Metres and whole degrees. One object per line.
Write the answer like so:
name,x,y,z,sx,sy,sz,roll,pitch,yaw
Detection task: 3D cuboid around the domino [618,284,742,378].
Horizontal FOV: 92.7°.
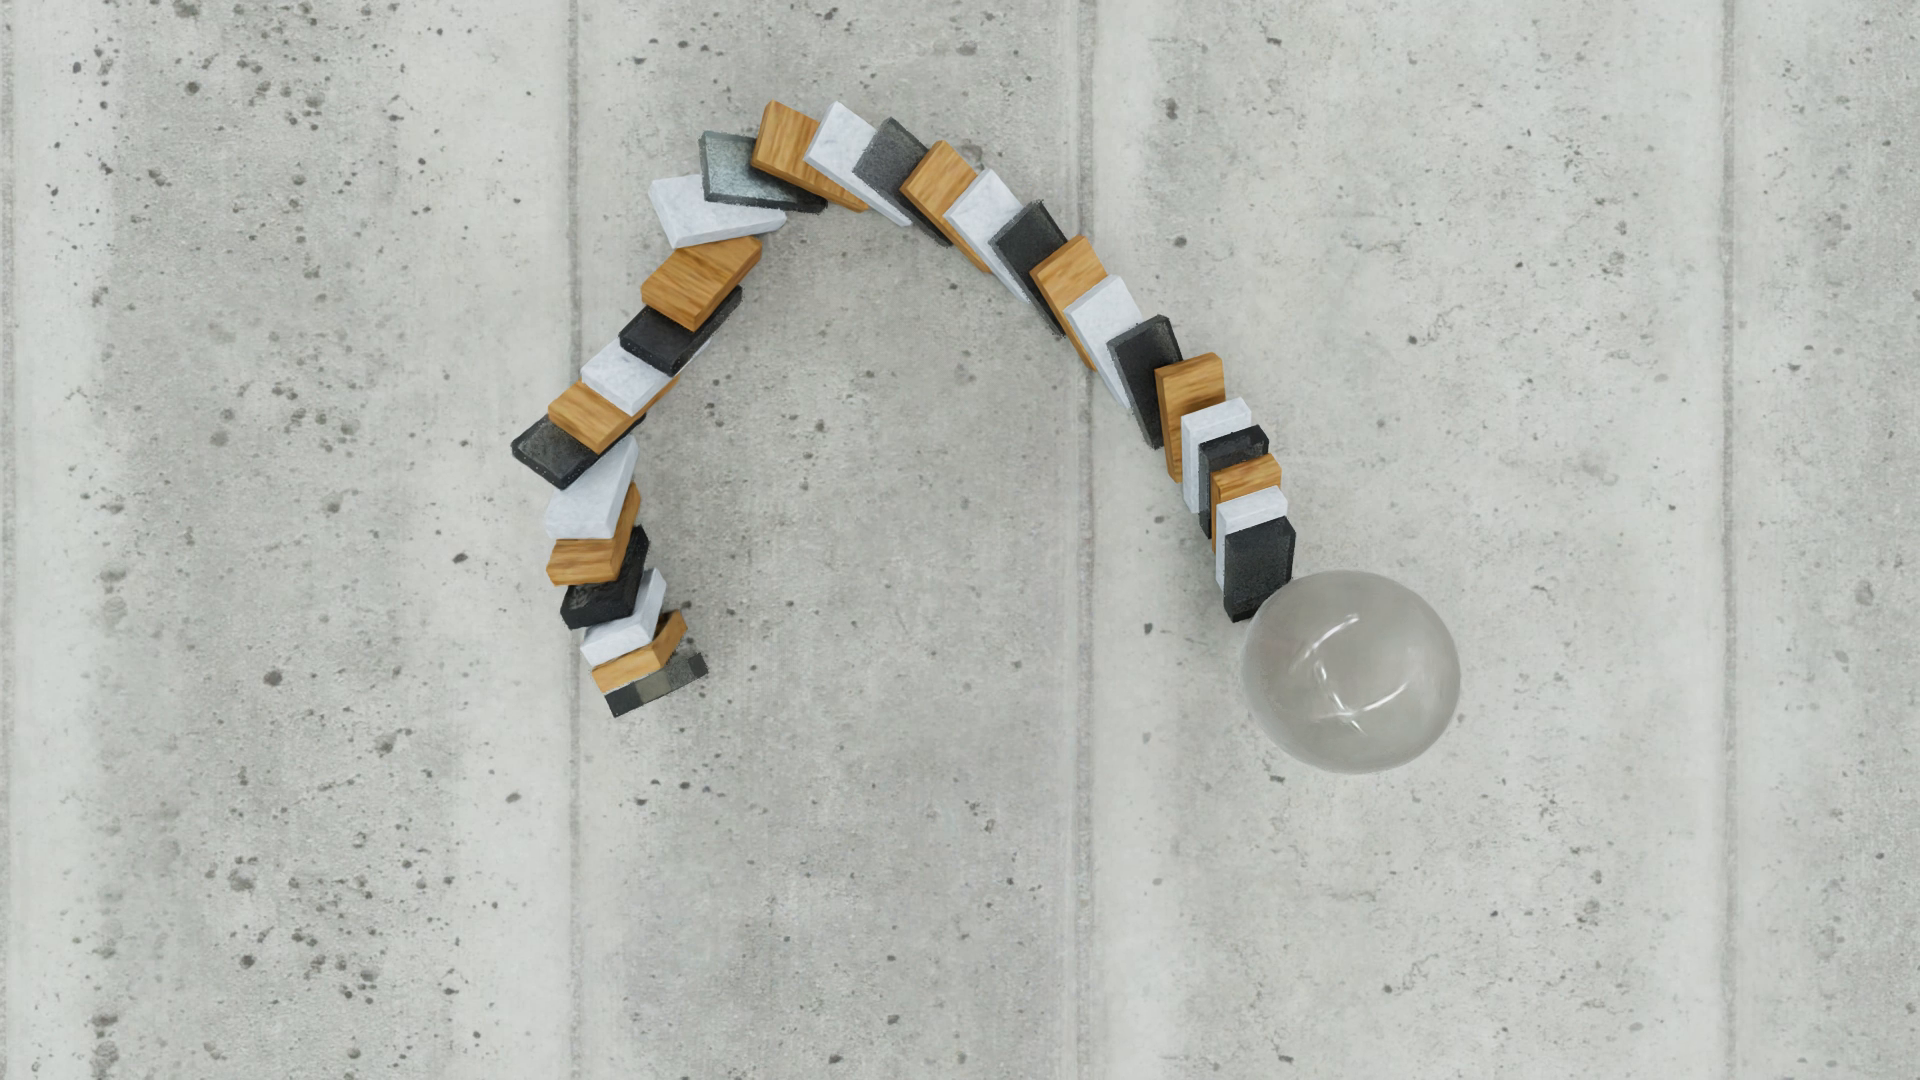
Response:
domino,-0.116,-0.093,0.384,0.025,0.009,0.050,31,61,0

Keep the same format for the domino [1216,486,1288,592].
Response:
domino,0.119,0.001,0.378,0.025,0.050,0.009,-18,49,0

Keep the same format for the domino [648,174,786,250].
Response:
domino,-0.101,-0.139,0.382,0.050,0.009,0.025,-24,89,-33

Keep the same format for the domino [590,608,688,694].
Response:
domino,-0.130,0.044,0.375,0.025,0.050,0.010,-23,104,0

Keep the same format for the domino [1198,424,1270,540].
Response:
domino,0.112,-0.023,0.378,0.025,0.050,0.009,-18,49,0

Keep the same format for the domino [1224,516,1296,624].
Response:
domino,0.123,0.013,0.378,0.025,0.050,0.010,-18,49,0

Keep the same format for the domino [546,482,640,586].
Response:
domino,-0.150,-0.003,0.379,0.025,0.050,0.010,-5,134,0

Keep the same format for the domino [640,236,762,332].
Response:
domino,-0.108,-0.113,0.384,0.025,0.010,0.050,31,62,0

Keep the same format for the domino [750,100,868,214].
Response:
domino,-0.060,-0.160,0.383,0.050,0.009,0.025,15,89,-30

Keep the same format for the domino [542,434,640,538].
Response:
domino,-0.152,-0.023,0.380,0.025,0.010,0.050,0,50,0

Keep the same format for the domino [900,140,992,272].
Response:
domino,0.002,-0.139,0.384,0.050,0.010,0.025,38,90,-28

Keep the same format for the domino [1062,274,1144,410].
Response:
domino,0.067,-0.083,0.384,0.025,0.010,0.050,-38,117,0

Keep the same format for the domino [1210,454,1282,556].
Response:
domino,0.117,-0.012,0.378,0.025,0.050,0.009,-19,49,1

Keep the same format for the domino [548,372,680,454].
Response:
domino,-0.144,-0.061,0.383,0.025,0.010,0.050,35,58,0

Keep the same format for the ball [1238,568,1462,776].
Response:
ball,0.151,0.051,0.360,0.080,0.080,0.080,0,90,0

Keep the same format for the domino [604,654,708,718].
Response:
domino,-0.123,0.059,0.375,0.025,0.050,0.009,-24,90,0

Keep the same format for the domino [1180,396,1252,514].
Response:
domino,0.105,-0.034,0.378,0.025,0.050,0.010,-18,49,0

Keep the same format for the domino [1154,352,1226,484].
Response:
domino,0.098,-0.050,0.382,0.025,0.010,0.050,-17,123,-2

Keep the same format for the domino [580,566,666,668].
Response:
domino,-0.137,0.030,0.376,0.025,0.050,0.010,-23,116,0

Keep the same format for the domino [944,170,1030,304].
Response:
domino,0.019,-0.127,0.384,0.050,0.010,0.025,41,90,-28

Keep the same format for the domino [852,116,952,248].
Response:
domino,-0.018,-0.149,0.384,0.050,0.010,0.025,32,90,-29

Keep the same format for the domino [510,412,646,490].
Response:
domino,-0.158,-0.046,0.382,0.025,0.009,0.050,35,56,2

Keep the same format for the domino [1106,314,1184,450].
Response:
domino,0.083,-0.066,0.385,0.025,0.010,0.050,-29,117,0

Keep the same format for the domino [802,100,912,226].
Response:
domino,-0.038,-0.156,0.384,0.050,0.010,0.025,26,89,-29

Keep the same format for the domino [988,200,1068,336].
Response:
domino,0.037,-0.113,0.384,0.025,0.009,0.050,-43,118,0

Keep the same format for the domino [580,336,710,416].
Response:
domino,-0.131,-0.077,0.383,0.025,0.009,0.050,36,60,0

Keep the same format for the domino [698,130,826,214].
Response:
domino,-0.082,-0.153,0.383,0.050,0.009,0.025,-5,90,-31

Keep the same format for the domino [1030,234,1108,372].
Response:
domino,0.053,-0.099,0.384,0.025,0.010,0.050,-38,117,0

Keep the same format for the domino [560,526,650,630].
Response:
domino,-0.145,0.015,0.377,0.025,0.050,0.010,-13,126,0
